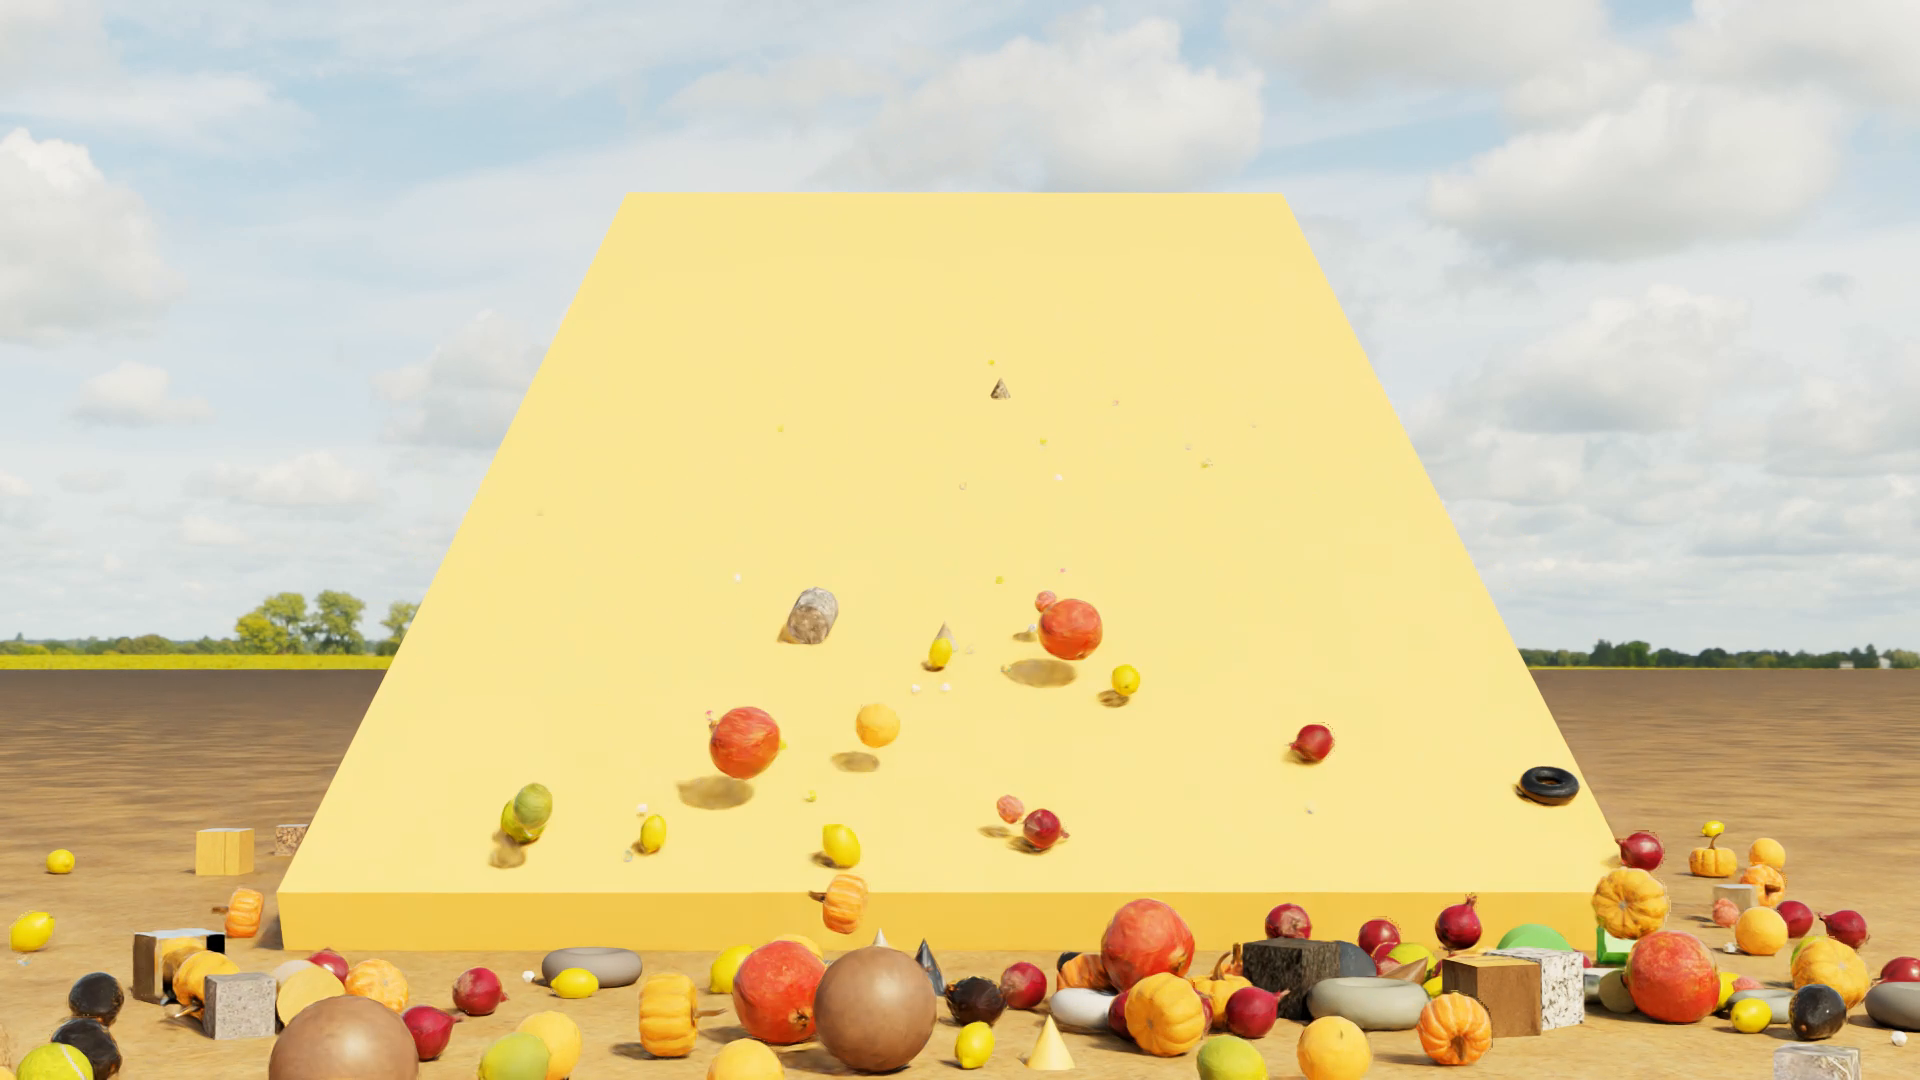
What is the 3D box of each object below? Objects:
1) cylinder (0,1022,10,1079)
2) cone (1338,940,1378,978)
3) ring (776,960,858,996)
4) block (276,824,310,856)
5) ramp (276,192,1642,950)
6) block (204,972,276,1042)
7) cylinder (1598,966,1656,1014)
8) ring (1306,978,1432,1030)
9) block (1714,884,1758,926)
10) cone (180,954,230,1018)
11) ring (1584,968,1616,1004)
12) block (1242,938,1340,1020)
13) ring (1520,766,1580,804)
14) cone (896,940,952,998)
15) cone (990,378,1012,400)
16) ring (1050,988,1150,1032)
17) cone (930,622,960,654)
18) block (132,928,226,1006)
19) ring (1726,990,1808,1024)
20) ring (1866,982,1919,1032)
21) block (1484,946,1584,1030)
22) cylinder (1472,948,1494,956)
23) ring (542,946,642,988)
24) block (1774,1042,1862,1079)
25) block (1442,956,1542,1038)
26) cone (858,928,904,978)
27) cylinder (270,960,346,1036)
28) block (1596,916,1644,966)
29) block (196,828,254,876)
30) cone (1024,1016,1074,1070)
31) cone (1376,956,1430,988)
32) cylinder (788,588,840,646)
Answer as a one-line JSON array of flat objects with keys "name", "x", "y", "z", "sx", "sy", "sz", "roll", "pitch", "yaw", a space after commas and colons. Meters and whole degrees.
[{"name": "cylinder", "x": -0.942, "y": 0.492, "z": 2.137, "sx": 0.095, "sy": 0.095, "sz": 0.095, "roll": 2, "pitch": -3, "yaw": -4}, {"name": "cone", "x": 0.472, "y": 0.560, "z": 2.901, "sx": 0.089, "sy": 0.089, "sz": 0.089, "roll": 0, "pitch": -30, "yaw": 1}, {"name": "ring", "x": -0.185, "y": 0.568, "z": 3.002, "sx": 0.109, "sy": 0.036, "sz": 0.109, "roll": 1, "pitch": -4, "yaw": 0}, {"name": "block", "x": -1.483, "y": 0.667, "z": 5.143, "sx": 0.064, "sy": 0.064, "sz": 0.064, "roll": 0, "pitch": -3, "yaw": -7}, {"name": "ramp", "x": -0.007, "y": -0.226, "z": 5.247, "sx": 2.000, "sy": 0.100, "sz": 4.000, "roll": 0, "pitch": 23, "yaw": 0}, {"name": "block", "x": -0.825, "y": 0.534, "z": 2.650, "sx": 0.066, "sy": 0.066, "sz": 0.066, "roll": 2, "pitch": -3, "yaw": -29}, {"name": "cylinder", "x": 0.817, "y": 0.550, "z": 2.834, "sx": 0.052, "sy": 0.052, "sz": 0.052, "roll": -2, "pitch": -4, "yaw": 37}, {"name": "ring", "x": 0.483, "y": 0.547, "z": 2.732, "sx": 0.147, "sy": 0.049, "sz": 0.147, "roll": 1, "pitch": -4, "yaw": 0}, {"name": "block", "x": 1.272, "y": 0.598, "z": 3.795, "sx": 0.059, "sy": 0.059, "sz": 0.059, "roll": -2, "pitch": -3, "yaw": 29}, {"name": "cone", "x": -0.887, "y": 0.556, "z": 2.807, "sx": 0.083, "sy": 0.083, "sz": 0.083, "roll": 30, "pitch": -15, "yaw": -21}, {"name": "ring", "x": 0.815, "y": 0.563, "z": 2.922, "sx": 0.108, "sy": 0.036, "sz": 0.108, "roll": 1, "pitch": -2, "yaw": 0}, {"name": "block", "x": 0.403, "y": 0.533, "z": 2.815, "sx": 0.085, "sy": 0.085, "sz": 0.085, "roll": -3, "pitch": -4, "yaw": 41}, {"name": "ring", "x": 0.931, "y": 0.387, "z": 3.655, "sx": 0.094, "sy": 0.031, "sz": 0.094, "roll": -1, "pitch": 23, "yaw": 1}, {"name": "cone", "x": -0.046, "y": 0.548, "z": 2.984, "sx": 0.072, "sy": 0.072, "sz": 0.072, "roll": 0, "pitch": -3, "yaw": 0}, {"name": "cone", "x": 0.094, "y": -0.355, "z": 5.358, "sx": 0.050, "sy": 0.050, "sz": 0.050, "roll": 0, "pitch": 23, "yaw": 0}, {"name": "ring", "x": 0.163, "y": 0.547, "z": 2.696, "sx": 0.116, "sy": 0.039, "sz": 0.116, "roll": 6, "pitch": -6, "yaw": 1}, {"name": "cone", "x": -0.027, "y": 0.168, "z": 4.133, "sx": 0.053, "sy": 0.053, "sz": 0.053, "roll": 0, "pitch": 23, "yaw": 0}, {"name": "block", "x": -0.990, "y": 0.540, "z": 2.933, "sx": 0.083, "sy": 0.083, "sz": 0.083, "roll": 3, "pitch": -4, "yaw": -44}, {"name": "ring", "x": 0.965, "y": 0.558, "z": 2.767, "sx": 0.092, "sy": 0.031, "sz": 0.092, "roll": -1, "pitch": -2, "yaw": 0}, {"name": "ring", "x": 1.136, "y": 0.547, "z": 2.713, "sx": 0.141, "sy": 0.047, "sz": 0.141, "roll": 1, "pitch": -4, "yaw": 0}, {"name": "block", "x": 0.679, "y": 0.530, "z": 2.742, "sx": 0.083, "sy": 0.083, "sz": 0.083, "roll": 3, "pitch": -4, "yaw": -41}, {"name": "cylinder", "x": 0.678, "y": 0.553, "z": 2.954, "sx": 0.059, "sy": 0.059, "sz": 0.059, "roll": -1, "pitch": -3, "yaw": 10}, {"name": "ring", "x": -0.488, "y": 0.567, "z": 3.073, "sx": 0.133, "sy": 0.044, "sz": 0.133, "roll": 1, "pitch": -4, "yaw": 0}, {"name": "block", "x": 0.799, "y": 0.508, "z": 2.155, "sx": 0.065, "sy": 0.065, "sz": 0.065, "roll": -2, "pitch": -4, "yaw": 31}, {"name": "block", "x": 0.613, "y": 0.527, "z": 2.673, "sx": 0.081, "sy": 0.081, "sz": 0.081, "roll": 1, "pitch": -3, "yaw": -17}, {"name": "cone", "x": -0.109, "y": 0.561, "z": 3.154, "sx": 0.065, "sy": 0.065, "sz": 0.065, "roll": 0, "pitch": -3, "yaw": 0}, {"name": "cylinder", "x": -0.760, "y": 0.529, "z": 2.682, "sx": 0.077, "sy": 0.077, "sz": 0.077, "roll": 2, "pitch": -3, "yaw": -28}, {"name": "block", "x": 0.923, "y": 0.562, "z": 3.242, "sx": 0.051, "sy": 0.051, "sz": 0.051, "roll": 3, "pitch": -28, "yaw": 3}, {"name": "block", "x": -1.489, "y": 0.631, "z": 4.690, "sx": 0.087, "sy": 0.087, "sz": 0.087, "roll": 0, "pitch": -3, "yaw": 2}, {"name": "cone", "x": 0.095, "y": 0.529, "z": 2.447, "sx": 0.054, "sy": 0.054, "sz": 0.054, "roll": 0, "pitch": -3, "yaw": 0}, {"name": "cone", "x": 0.553, "y": 0.531, "z": 2.826, "sx": 0.064, "sy": 0.064, "sz": 0.064, "roll": 40, "pitch": 5, "yaw": -4}, {"name": "cylinder", "x": -0.264, "y": 0.137, "z": 4.168, "sx": 0.078, "sy": 0.078, "sz": 0.078, "roll": -1, "pitch": 25, "yaw": 11}]
